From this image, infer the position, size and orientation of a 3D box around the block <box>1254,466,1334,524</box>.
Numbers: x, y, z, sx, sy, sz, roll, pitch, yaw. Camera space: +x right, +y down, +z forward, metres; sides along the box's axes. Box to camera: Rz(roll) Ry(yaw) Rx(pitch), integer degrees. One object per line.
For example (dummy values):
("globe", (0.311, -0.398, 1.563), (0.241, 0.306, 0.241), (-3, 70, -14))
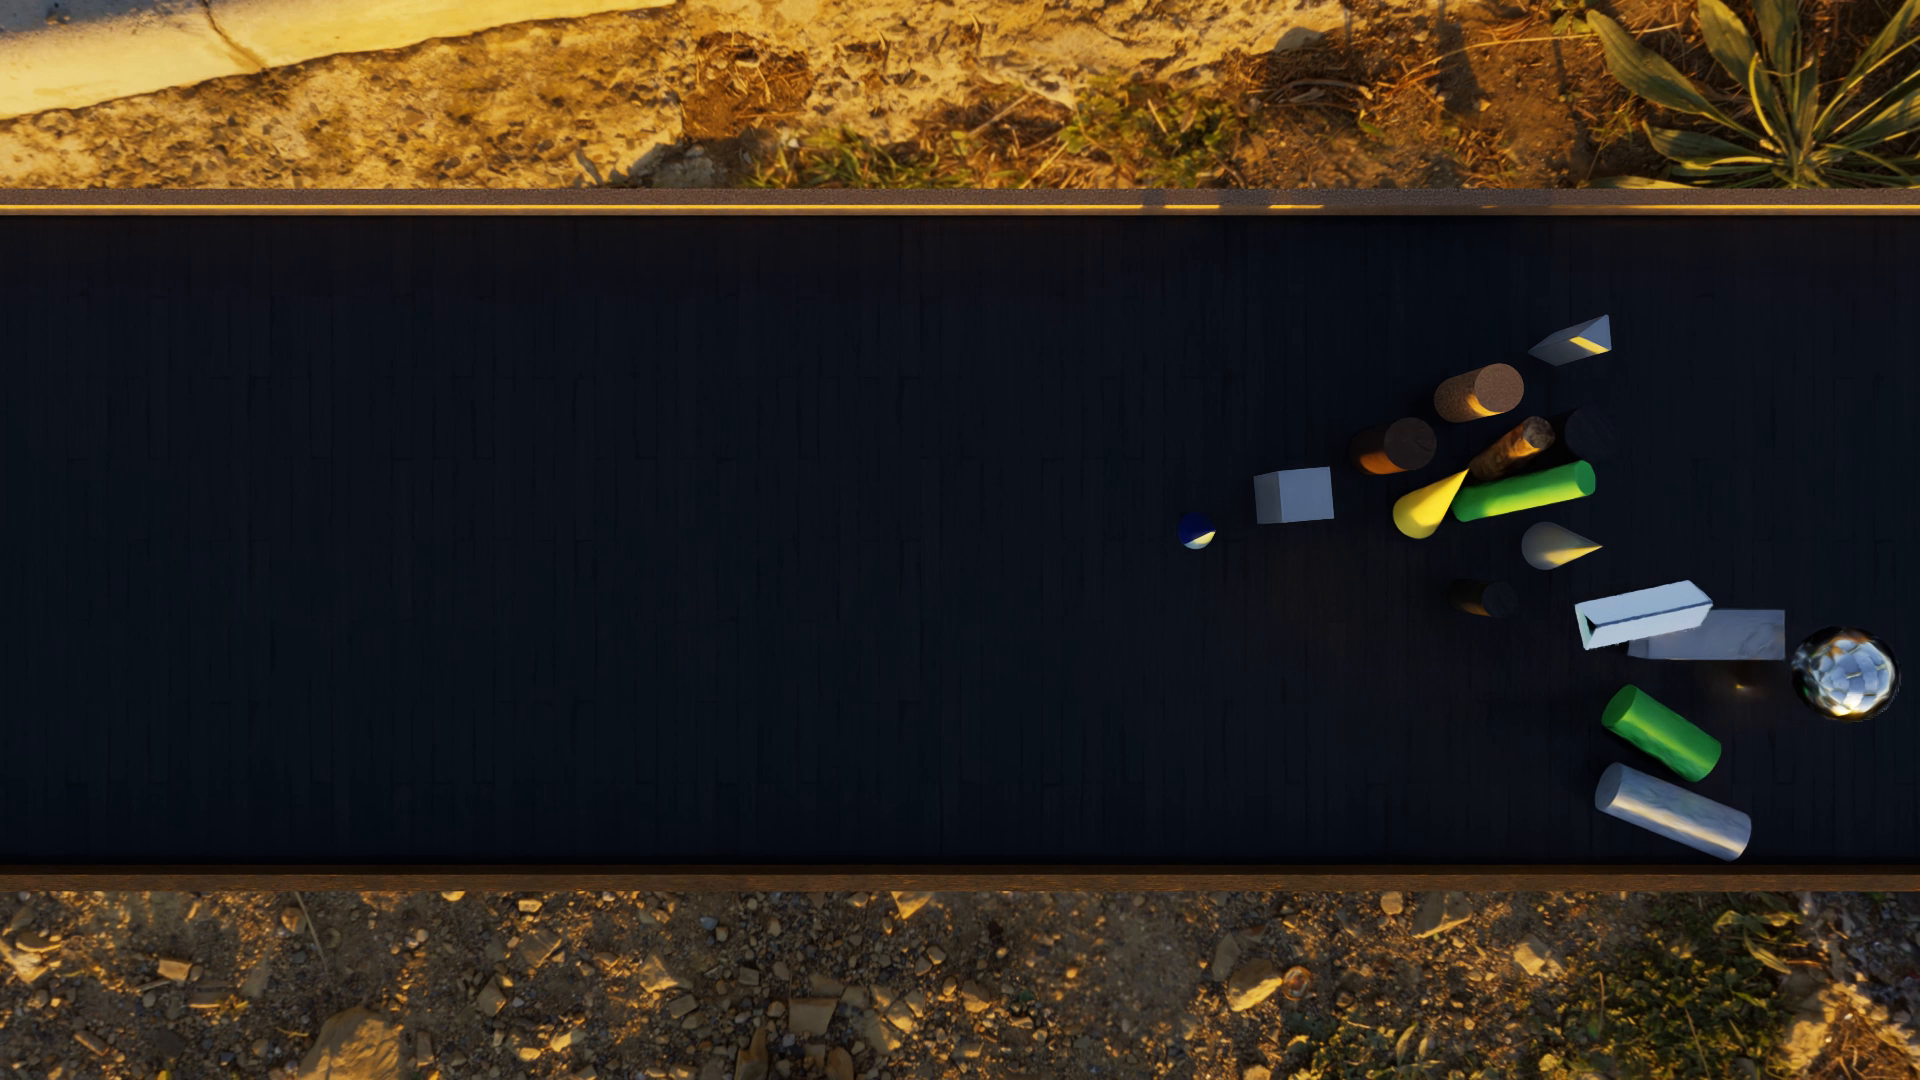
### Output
("block", (0.983, -0.129, 4.880), (0.147, 0.393, 0.147), (-5, 90, 0))

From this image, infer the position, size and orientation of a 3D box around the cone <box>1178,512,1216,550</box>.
("cone", (0.727, -0.029, 4.874), (0.115, 0.405, 0.115), (0, 90, 0))

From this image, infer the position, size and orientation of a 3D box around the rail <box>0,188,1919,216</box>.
("rail", (-2.247, -1.025, 5.002), (12.000, 0.150, 0.050), (0, 90, 0))

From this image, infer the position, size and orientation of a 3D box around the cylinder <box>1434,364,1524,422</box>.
("cylinder", (1.529, -0.431, 4.877), (0.141, 0.399, 0.141), (0, 90, 0))

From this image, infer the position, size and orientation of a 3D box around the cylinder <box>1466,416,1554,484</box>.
("cylinder", (1.636, -0.256, 4.912), (0.104, 0.315, 0.104), (5, 69, -13))

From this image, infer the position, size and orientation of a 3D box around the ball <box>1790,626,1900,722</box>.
("ball", (2.553, 0.385, 4.760), (0.277, 0.277, 0.277), (0, 90, 0))

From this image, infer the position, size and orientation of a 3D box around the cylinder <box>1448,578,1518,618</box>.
("cylinder", (1.554, 0.171, 4.913), (0.105, 0.328, 0.105), (0, 90, 0))

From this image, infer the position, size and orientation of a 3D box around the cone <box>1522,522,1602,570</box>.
("cone", (1.803, 0.018, 4.849), (0.149, 0.455, 0.149), (0, 90, 0))

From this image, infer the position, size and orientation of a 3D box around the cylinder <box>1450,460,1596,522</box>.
("cylinder", (1.659, -0.142, 4.876), (0.103, 0.427, 0.103), (9, 75, -35))

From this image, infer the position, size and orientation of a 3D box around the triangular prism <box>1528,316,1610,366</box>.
("triangular prism", (1.809, -0.596, 4.865), (0.100, 0.422, 0.086), (25, 90, 0))

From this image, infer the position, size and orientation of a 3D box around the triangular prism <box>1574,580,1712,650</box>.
("triangular prism", (2.020, 0.220, 4.858), (0.355, 0.120, 0.138), (-12, 87, -2))

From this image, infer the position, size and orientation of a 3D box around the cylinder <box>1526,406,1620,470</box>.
("cylinder", (1.804, -0.297, 4.901), (0.164, 0.341, 0.164), (0, 87, -3))

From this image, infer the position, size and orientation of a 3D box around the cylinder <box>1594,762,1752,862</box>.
("cylinder", (2.159, 0.823, 4.998), (0.416, 0.157, 0.157), (22, 90, 0))

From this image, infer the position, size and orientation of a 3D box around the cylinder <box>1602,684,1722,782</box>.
("cylinder", (2.124, 0.587, 4.997), (0.309, 0.153, 0.153), (33, 90, -1))

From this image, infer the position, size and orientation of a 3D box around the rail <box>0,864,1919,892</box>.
("rail", (-2.247, 1.025, 5.001), (12.000, 0.150, 0.050), (0, 90, 0))

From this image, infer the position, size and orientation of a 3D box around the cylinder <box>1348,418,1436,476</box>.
("cylinder", (1.269, -0.271, 4.862), (0.149, 0.429, 0.149), (0, 90, 0))

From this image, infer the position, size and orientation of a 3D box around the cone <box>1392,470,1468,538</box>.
("cone", (1.421, -0.138, 4.865), (0.148, 0.396, 0.148), (2, 71, -7))

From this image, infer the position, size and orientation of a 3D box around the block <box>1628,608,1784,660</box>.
("block", (2.260, 0.282, 5.002), (0.406, 0.149, 0.149), (0, 90, 0))
